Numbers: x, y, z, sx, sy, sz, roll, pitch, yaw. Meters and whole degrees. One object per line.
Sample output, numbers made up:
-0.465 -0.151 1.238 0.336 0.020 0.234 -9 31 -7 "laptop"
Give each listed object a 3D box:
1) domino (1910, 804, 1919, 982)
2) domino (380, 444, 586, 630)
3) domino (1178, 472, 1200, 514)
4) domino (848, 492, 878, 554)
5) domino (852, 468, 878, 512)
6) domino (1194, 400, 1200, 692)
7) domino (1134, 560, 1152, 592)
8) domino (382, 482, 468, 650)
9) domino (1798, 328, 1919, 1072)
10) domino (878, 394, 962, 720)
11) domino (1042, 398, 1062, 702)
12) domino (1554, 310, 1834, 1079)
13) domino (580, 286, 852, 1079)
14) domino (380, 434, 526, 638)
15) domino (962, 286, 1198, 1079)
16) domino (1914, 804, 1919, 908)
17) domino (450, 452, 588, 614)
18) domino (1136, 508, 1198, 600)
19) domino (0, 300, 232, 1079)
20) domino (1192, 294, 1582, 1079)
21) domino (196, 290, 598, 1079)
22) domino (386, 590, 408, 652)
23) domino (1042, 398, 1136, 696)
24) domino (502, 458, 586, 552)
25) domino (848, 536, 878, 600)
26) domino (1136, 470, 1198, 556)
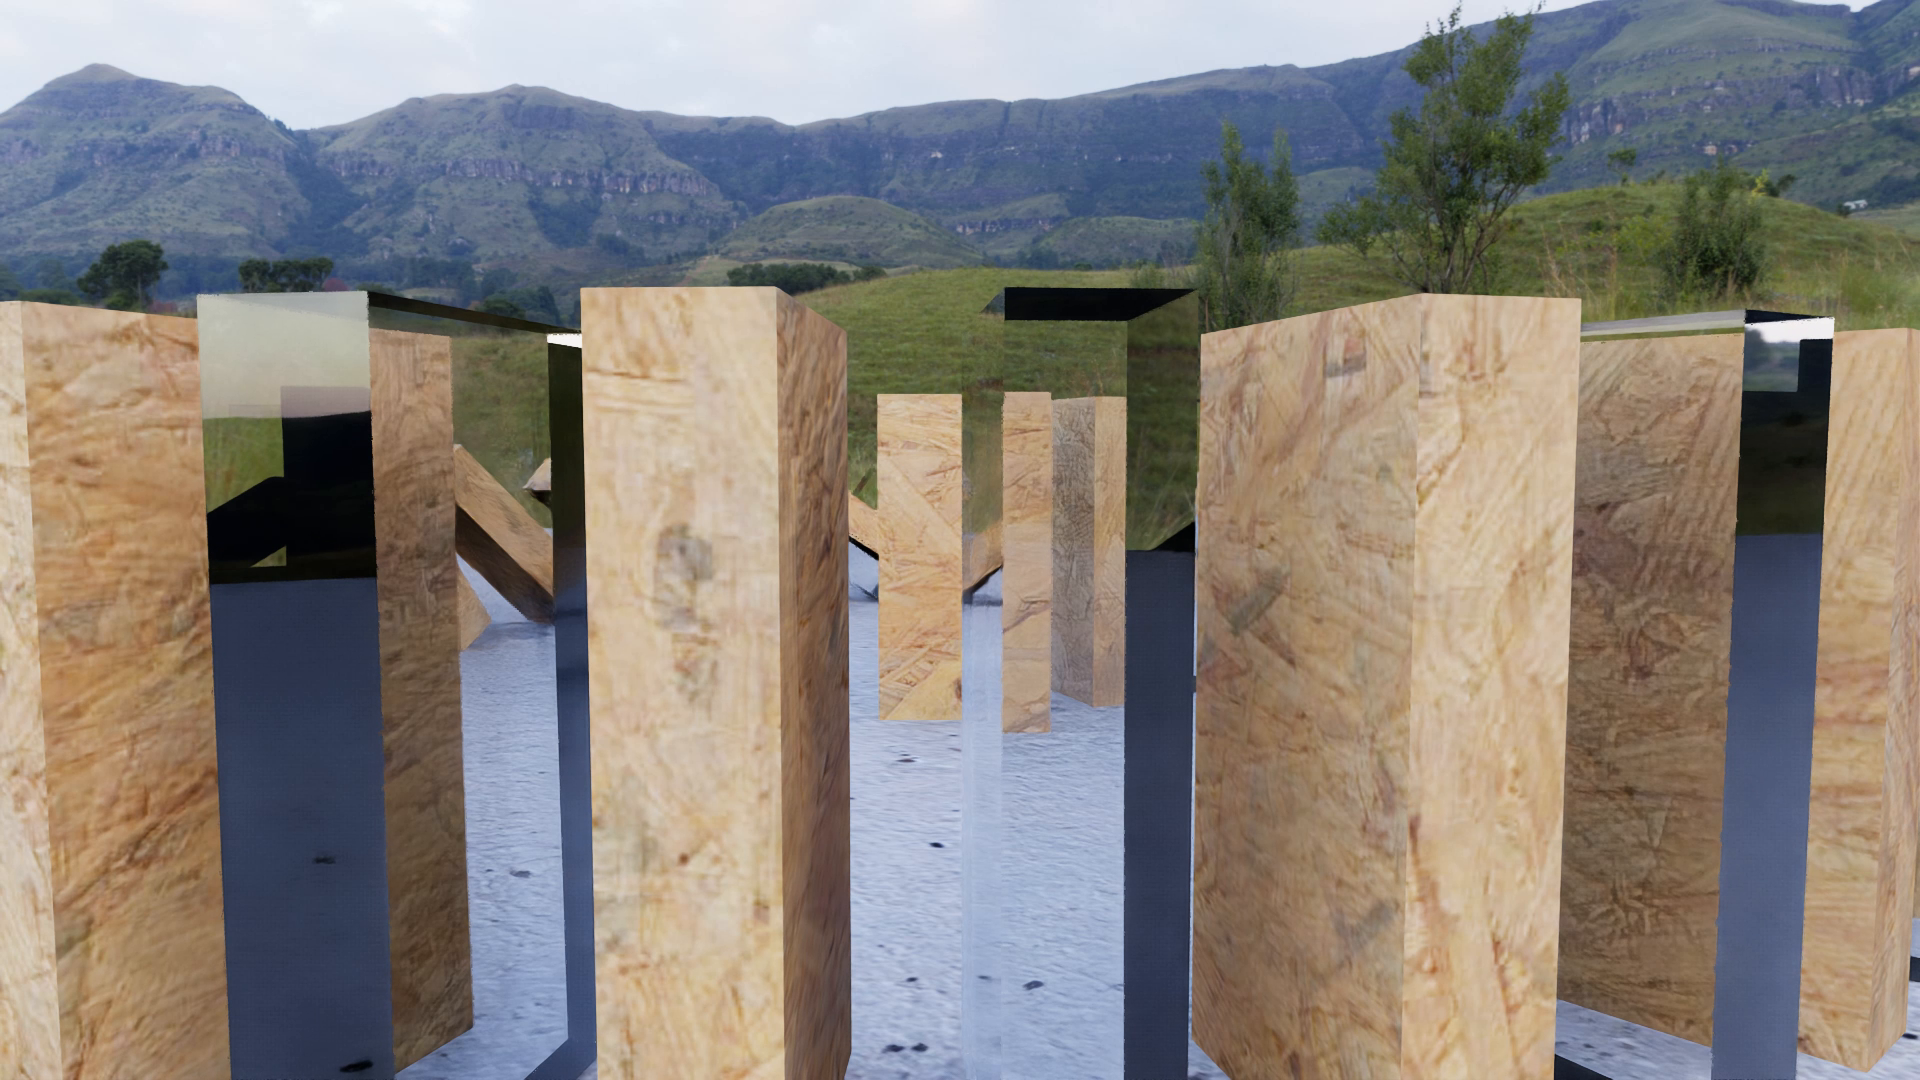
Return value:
0.070 0.009 0.111 0.025 0.050 0.009 4 6 41 "domino"
-0.110 0.000 0.290 0.025 0.050 0.009 4 50 41 "domino"
0.087 -0.002 0.359 0.050 0.009 0.025 36 16 16 "domino"
-0.024 -0.002 0.356 0.050 0.009 0.025 34 -5 -15 "domino"
-0.007 -0.002 0.363 0.050 0.009 0.025 33 -1 -9 "domino"
0.039 0.000 0.230 0.009 0.050 0.025 1 4 8 "domino"
0.031 -0.003 0.368 0.050 0.010 0.025 34 8 5 "domino"
-0.123 0.000 0.259 0.025 0.050 0.009 2 40 25 "domino"
0.057 0.010 0.098 0.009 0.050 0.025 -4 6 -41 "domino"
0.000 0.002 0.201 0.025 0.050 0.010 0 4 0 "domino"
0.005 0.001 0.218 0.009 0.050 0.025 -4 6 -44 "domino"
0.042 0.011 0.087 0.009 0.050 0.025 -3 5 -30 "domino"
-0.013 0.012 0.076 0.009 0.050 0.025 0 4 3 "domino"
-0.117 0.000 0.274 0.025 0.050 0.010 2 45 30 "domino"
0.006 0.012 0.076 0.009 0.050 0.025 0 4 -5 "domino"
0.081 0.008 0.126 0.025 0.050 0.010 3 5 31 "domino"
-0.100 -0.001 0.305 0.025 0.010 0.050 5 -36 49 "domino"
0.050 -0.002 0.366 0.050 0.010 0.025 34 11 9 "domino"
-0.050 0.011 0.083 0.009 0.050 0.025 1 5 19 "domino"
0.024 0.012 0.079 0.010 0.050 0.025 -1 4 -15 "domino"
-0.032 0.012 0.078 0.010 0.050 0.025 1 4 10 "domino"
-0.127 0.000 0.243 0.025 0.050 0.010 1 32 18 "domino"
0.021 0.000 0.228 0.010 0.050 0.025 -2 5 -20 "domino"
-0.087 -0.001 0.317 0.050 0.010 0.025 44 -21 -30 "domino"
-0.041 -0.002 0.349 0.050 0.010 0.025 35 -8 -18 "domino"
0.068 -0.002 0.363 0.050 0.010 0.025 35 13 12 "domino"
